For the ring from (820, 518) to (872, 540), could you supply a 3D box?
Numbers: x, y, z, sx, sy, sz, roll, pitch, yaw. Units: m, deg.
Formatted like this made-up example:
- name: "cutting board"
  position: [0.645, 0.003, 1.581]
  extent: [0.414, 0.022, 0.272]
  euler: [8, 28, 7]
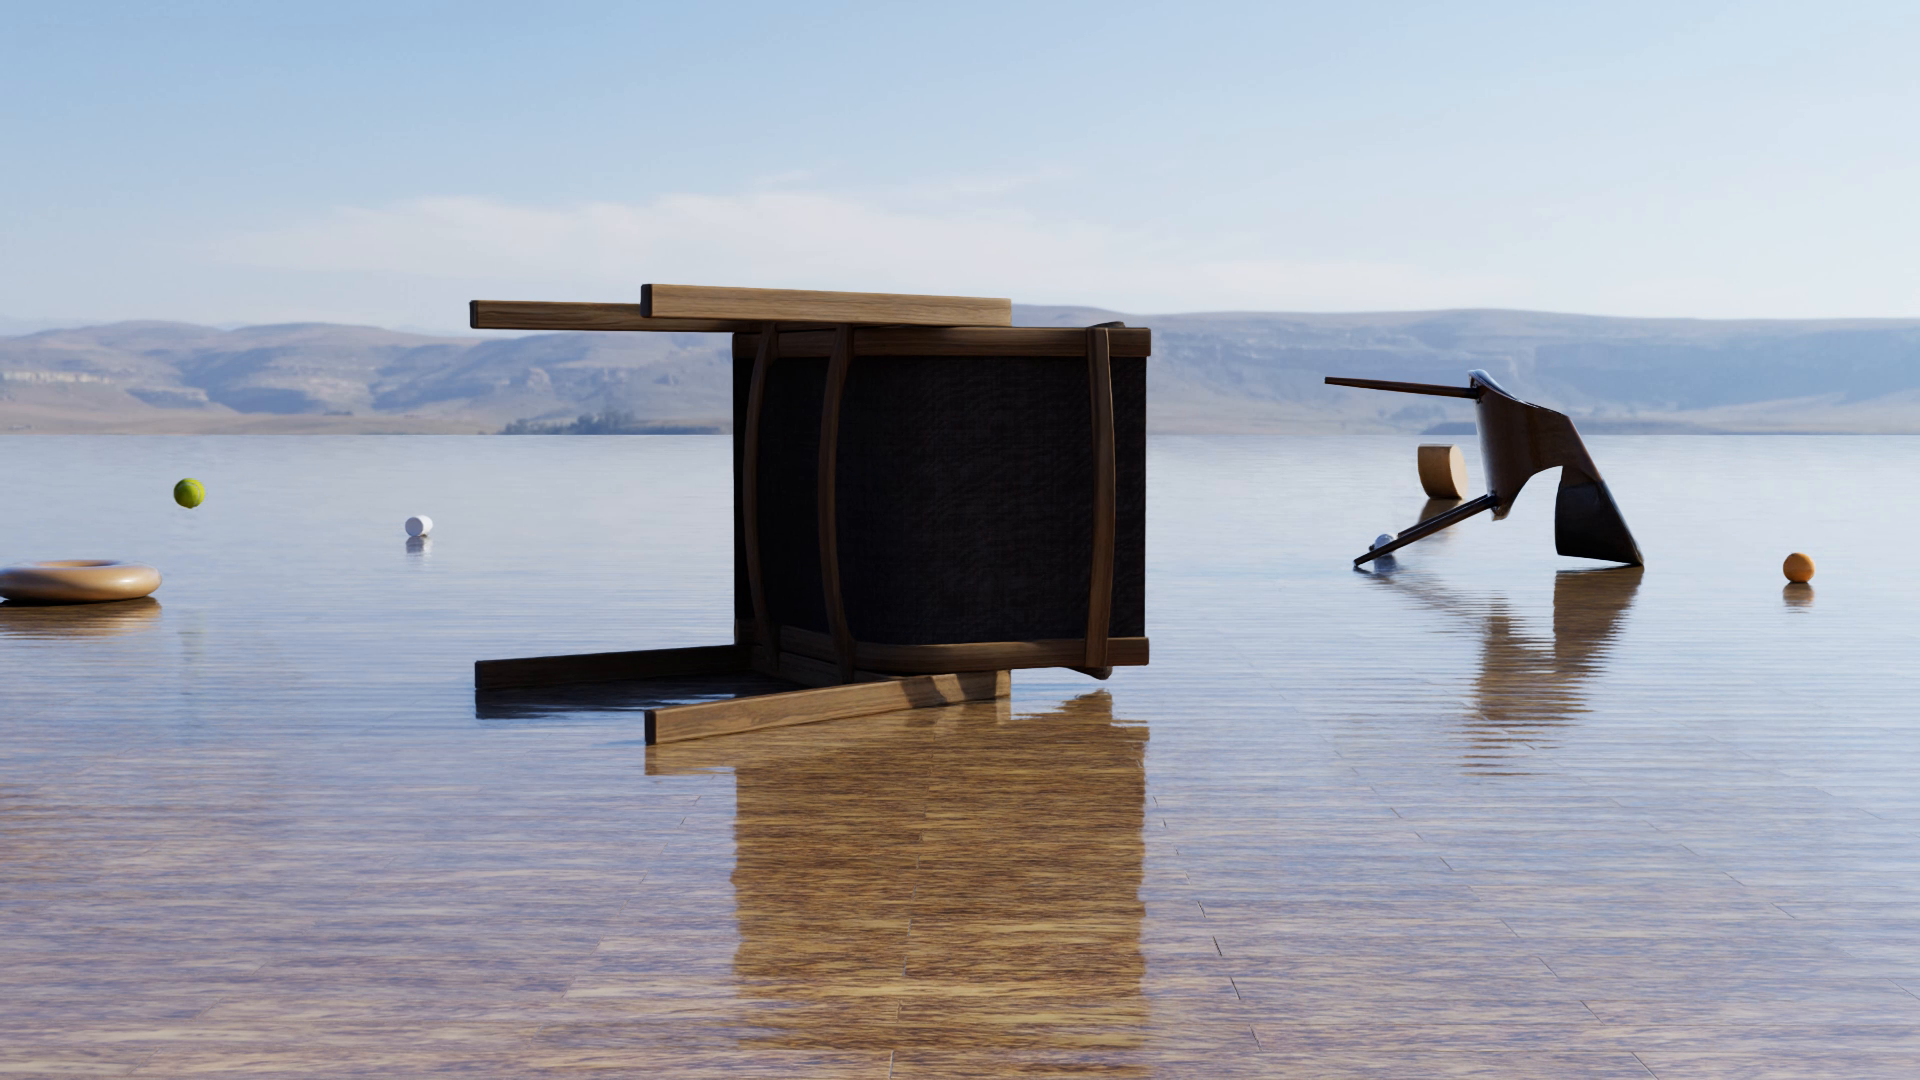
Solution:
- name: "ring"
  position: [-0.340, -0.031, 6.588]
  extent: [0.156, 0.057, 0.176]
  euler: [-1, 5, -31]

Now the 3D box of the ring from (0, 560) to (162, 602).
- name: "ring"
  position: [-1.907, 0.087, 4.746]
  extent: [0.349, 0.075, 0.407]
  euler: [-1, 4, -24]

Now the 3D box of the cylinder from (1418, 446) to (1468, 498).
- name: "cylinder"
  position: [1.977, -0.279, 9.012]
  extent: [0.144, 0.252, 0.128]
  euler: [3, 40, 37]
